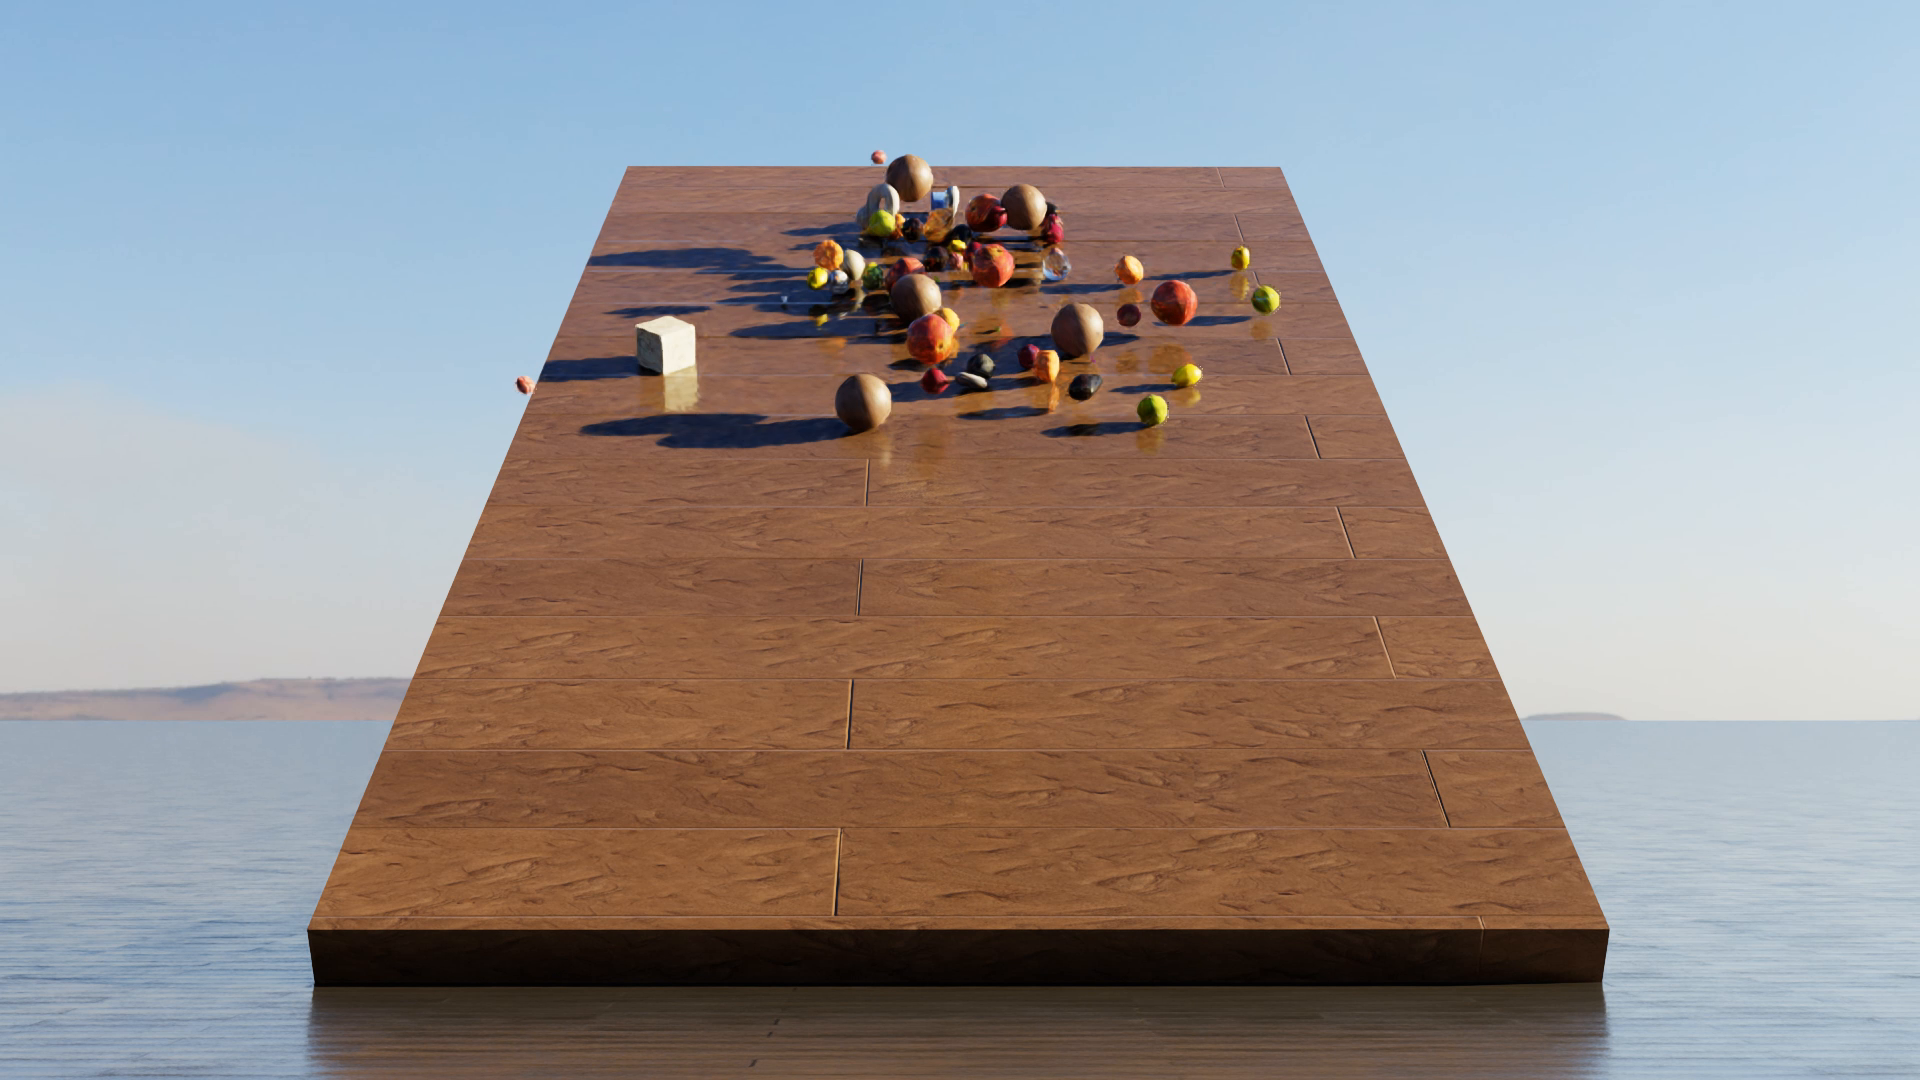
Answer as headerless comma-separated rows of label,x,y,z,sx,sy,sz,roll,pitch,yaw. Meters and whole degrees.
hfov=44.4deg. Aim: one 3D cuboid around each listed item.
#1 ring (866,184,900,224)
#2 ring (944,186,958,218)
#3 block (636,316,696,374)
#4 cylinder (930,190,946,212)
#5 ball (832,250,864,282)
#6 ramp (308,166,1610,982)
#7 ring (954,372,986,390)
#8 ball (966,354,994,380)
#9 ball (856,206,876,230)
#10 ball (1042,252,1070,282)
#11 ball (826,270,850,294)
ring,-0.212,-0.919,6.433,0.112,0.112,0.037,-4,-3,42
ring,-0.025,-0.963,6.709,0.031,0.094,0.094,7,-5,-10
block,-0.712,-0.473,5.705,0.099,0.099,0.099,24,34,39
cylinder,-0.052,-0.975,6.781,0.059,0.059,0.059,-7,-3,-11
ball,-0.297,-0.726,6.243,0.090,0.090,0.090,0,-4,0
ramp,-0.010,-0.229,5.434,2.000,0.100,4.000,0,26,0
ring,0.024,-0.376,5.562,0.078,0.026,0.078,14,-3,1
ball,0.048,-0.410,5.610,0.068,0.068,0.068,0,-4,0
ball,-0.261,-0.913,6.654,0.067,0.067,0.067,0,-4,0
ball,0.256,-0.726,6.263,0.075,0.075,0.075,0,-4,0
ball,-0.319,-0.674,6.165,0.063,0.063,0.063,0,-4,0
